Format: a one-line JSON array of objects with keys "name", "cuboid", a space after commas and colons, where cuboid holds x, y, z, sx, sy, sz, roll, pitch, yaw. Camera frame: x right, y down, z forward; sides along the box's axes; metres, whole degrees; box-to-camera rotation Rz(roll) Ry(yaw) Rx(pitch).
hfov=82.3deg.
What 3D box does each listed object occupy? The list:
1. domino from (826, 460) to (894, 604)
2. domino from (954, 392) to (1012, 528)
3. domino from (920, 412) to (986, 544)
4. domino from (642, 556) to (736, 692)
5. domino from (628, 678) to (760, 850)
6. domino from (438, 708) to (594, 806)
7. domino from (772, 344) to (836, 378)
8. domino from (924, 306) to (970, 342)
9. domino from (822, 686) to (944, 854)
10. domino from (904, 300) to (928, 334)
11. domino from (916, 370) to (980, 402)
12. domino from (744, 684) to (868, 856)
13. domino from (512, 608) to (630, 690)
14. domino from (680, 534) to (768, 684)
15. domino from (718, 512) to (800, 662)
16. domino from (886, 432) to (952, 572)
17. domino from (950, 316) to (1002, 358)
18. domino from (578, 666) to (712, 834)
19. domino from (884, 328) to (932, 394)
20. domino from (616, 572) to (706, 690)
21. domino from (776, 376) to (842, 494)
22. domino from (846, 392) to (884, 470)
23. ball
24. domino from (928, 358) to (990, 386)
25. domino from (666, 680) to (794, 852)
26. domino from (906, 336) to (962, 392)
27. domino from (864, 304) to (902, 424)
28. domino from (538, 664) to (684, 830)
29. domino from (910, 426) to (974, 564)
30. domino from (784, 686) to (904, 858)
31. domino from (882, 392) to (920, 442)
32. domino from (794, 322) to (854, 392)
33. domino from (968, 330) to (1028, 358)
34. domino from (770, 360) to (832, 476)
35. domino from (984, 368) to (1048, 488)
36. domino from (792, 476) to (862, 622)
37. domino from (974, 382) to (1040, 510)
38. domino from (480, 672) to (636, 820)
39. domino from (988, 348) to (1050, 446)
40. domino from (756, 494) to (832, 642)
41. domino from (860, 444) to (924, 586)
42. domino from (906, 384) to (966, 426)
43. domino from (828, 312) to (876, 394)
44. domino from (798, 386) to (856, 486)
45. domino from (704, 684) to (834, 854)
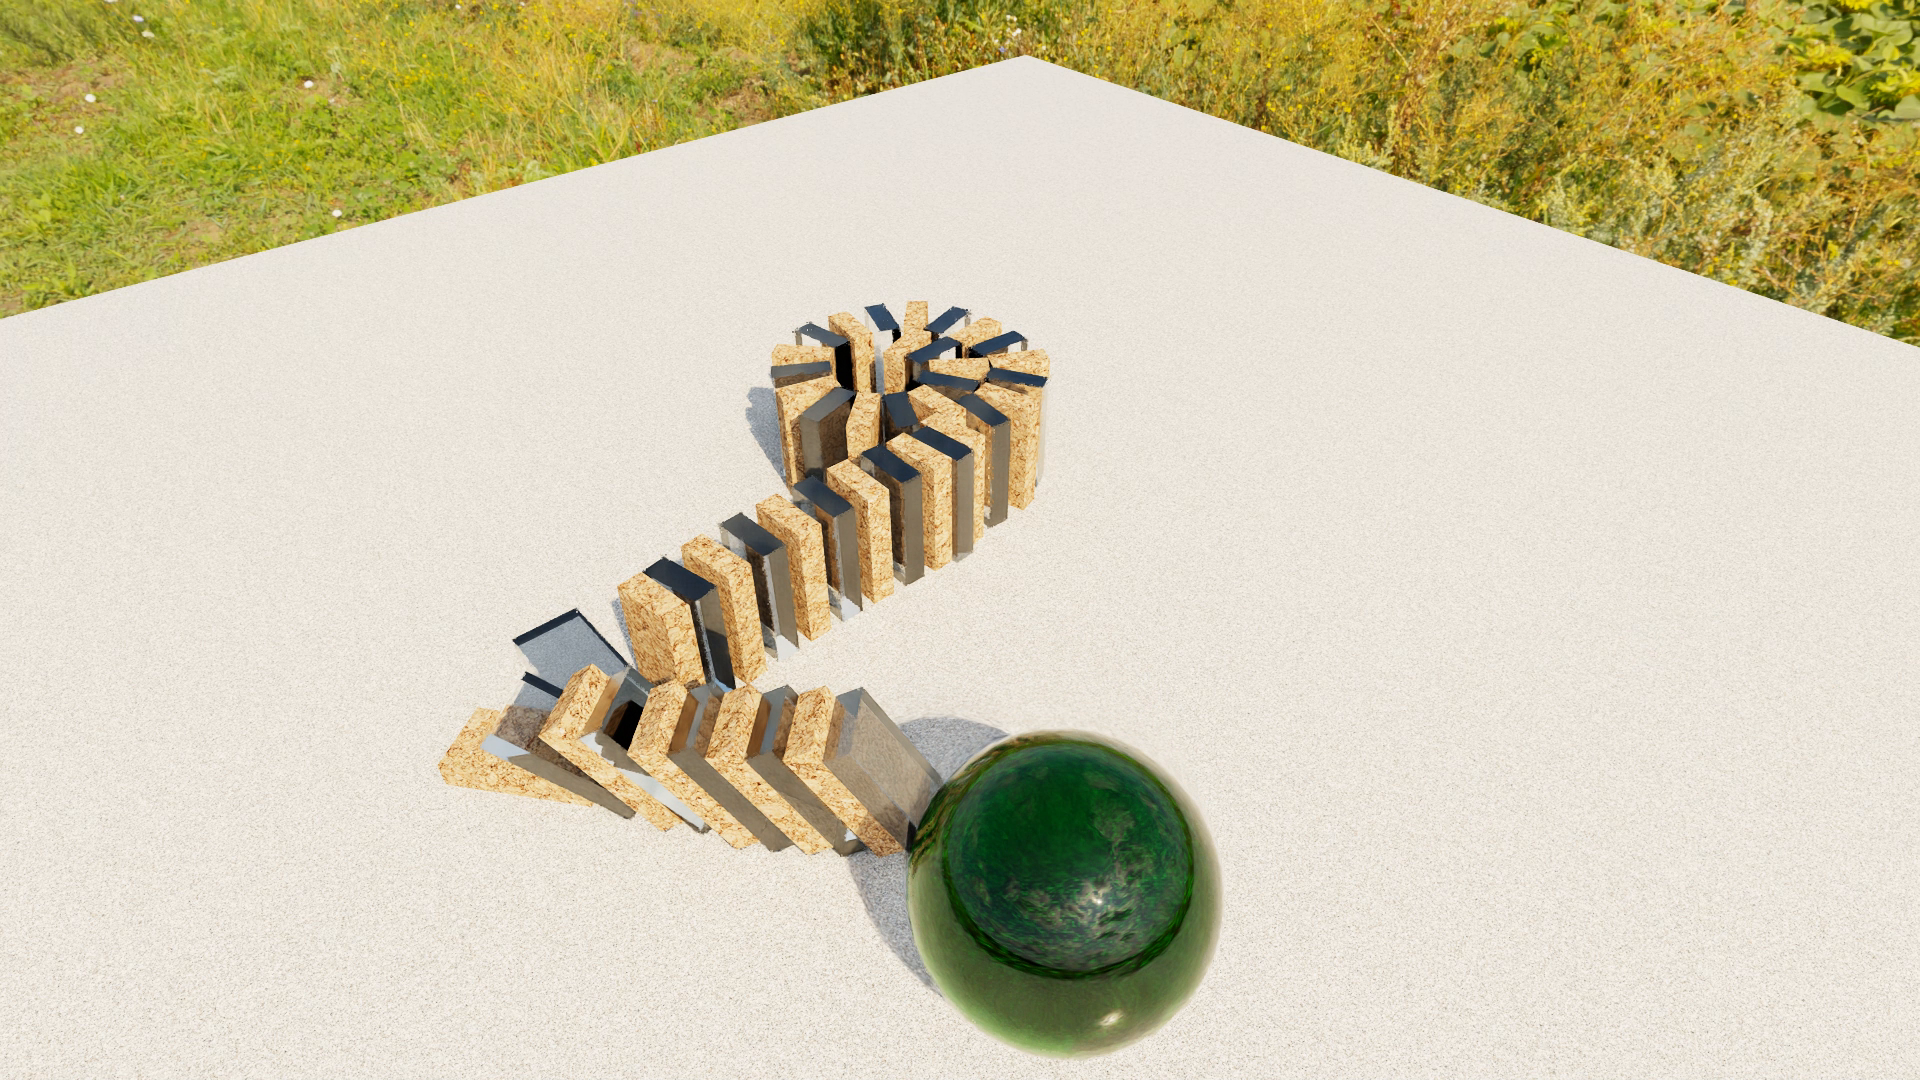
[{"name": "domino", "cuboid": [-0.037, -0.003, 0.415, 0.010, 0.050, 0.025, -29, 47, -31]}, {"name": "domino", "cuboid": [0.009, -0.032, 0.451, 0.009, 0.050, 0.025, -25, 46, -27]}, {"name": "domino", "cuboid": [-0.003, -0.024, 0.440, 0.025, 0.050, 0.009, 29, 48, 31]}, {"name": "domino", "cuboid": [-0.091, 0.032, 0.373, 0.025, 0.050, 0.009, 25, 45, 27]}, {"name": "domino", "cuboid": [-0.076, 0.068, 0.331, 0.010, 0.050, 0.025, -23, 34, 21]}, {"name": "domino", "cuboid": [-0.139, 0.070, 0.358, 0.050, 0.010, 0.025, 6, 40, 8]}, {"name": "domino", "cuboid": [-0.067, -0.062, 0.487, 0.025, 0.050, 0.010, 6, 40, 7]}, {"name": "domino", "cuboid": [-0.006, -0.079, 0.508, 0.010, 0.050, 0.025, 21, 44, 24]}, {"name": "domino", "cuboid": [-0.021, 0.070, 0.328, 0.009, 0.050, 0.025, -22, 34, 21]}, {"name": "domino", "cuboid": [-0.020, -0.083, 0.513, 0.009, 0.050, 0.025, 1, 39, 2]}, {"name": "domino", "cuboid": [-0.005, -0.046, 0.468, 0.025, 0.050, 0.009, 12, 41, 15]}, {"name": "domino", "cuboid": [-0.043, 0.069, 0.328, 0.009, 0.050, 0.025, -22, 34, 21]}, {"name": "domino", "cuboid": [-0.134, 0.046, 0.388, 0.025, 0.009, 0.050, -30, 48, -31]}, {"name": "domino", "cuboid": [-0.081, 0.024, 0.382, 0.025, 0.050, 0.009, 29, 47, 30]}, {"name": "domino", "cuboid": [-0.071, 0.017, 0.390, 0.025, 0.050, 0.010, 32, 49, 33]}, {"name": "domino", "cuboid": [-0.016, -0.014, 0.429, 0.025, 0.050, 0.009, 30, 48, 32]}, {"name": "domino", "cuboid": [0.007, -0.074, 0.501, 0.010, 0.050, 0.025, 29, 48, 31]}, {"name": "domino", "cuboid": [-0.090, 0.064, 0.336, 0.010, 0.050, 0.025, -27, 30, 28]}, {"name": "domino", "cuboid": [-0.023, -0.066, 0.493, 0.009, 0.050, 0.025, 19, 43, 21]}, {"name": "domino", "cuboid": [-0.098, 0.037, 0.366, 0.025, 0.050, 0.009, 29, 47, 30]}, {"name": "domino", "cuboid": [-0.062, -0.043, 0.464, 0.025, 0.050, 0.009, -17, 42, -20]}, {"name": "domino", "cuboid": [-0.038, -0.032, 0.451, 0.009, 0.050, 0.025, 4, 40, 5]}, {"name": "ball", "cuboid": [0.026, 0.088, 0.280, 0.080, 0.080, 0.080, 0, 39, 0]}, {"name": "domino", "cuboid": [0.000, -0.054, 0.478, 0.025, 0.050, 0.009, -3, 39, -3]}, {"name": "domino", "cuboid": [-0.065, 0.068, 0.330, 0.010, 0.050, 0.025, -23, 34, 21]}, {"name": "domino", "cuboid": [-0.011, -0.062, 0.488, 0.009, 0.050, 0.025, 32, 49, 33]}, {"name": "domino", "cuboid": [-0.035, -0.081, 0.510, 0.010, 0.050, 0.025, -13, 41, -16]}, {"name": "domino", "cuboid": [-0.102, 0.064, 0.337, 0.010, 0.050, 0.025, -27, 30, 28]}, {"name": "domino", "cuboid": [-0.007, -0.018, 0.433, 0.025, 0.050, 0.009, 30, 48, 32]}, {"name": "domino", "cuboid": [-0.032, 0.069, 0.328, 0.009, 0.050, 0.025, -22, 34, 21]}, {"name": "domino", "cuboid": [-0.023, -0.032, 0.451, 0.010, 0.050, 0.025, -10, 40, -12]}, {"name": "domino", "cuboid": [-0.060, -0.070, 0.497, 0.025, 0.050, 0.010, 28, 47, 30]}, {"name": "domino", "cuboid": [0.017, -0.066, 0.492, 0.025, 0.050, 0.009, -25, 45, -27]}, {"name": "domino", "cuboid": [-0.066, -0.052, 0.475, 0.025, 0.050, 0.010, -7, 40, -8]}, {"name": "domino", "cuboid": [0.023, -0.048, 0.470, 0.025, 0.050, 0.010, 13, 41, 15]}, {"name": "domino", "cuboid": [-0.049, 0.004, 0.407, 0.009, 0.050, 0.025, -30, 48, -31]}, {"name": "domino", "cuboid": [0.019, -0.039, 0.459, 0.025, 0.050, 0.009, 21, 44, 24]}, {"name": "domino", "cuboid": [-0.119, 0.064, 0.343, 0.050, 0.010, 0.025, 32, 38, -18]}, {"name": "domino", "cuboid": [0.025, -0.058, 0.482, 0.025, 0.050, 0.009, -9, 40, -10]}, {"name": "domino", "cuboid": [-0.060, 0.010, 0.399, 0.009, 0.050, 0.025, -32, 49, -33]}, {"name": "domino", "cuboid": [-0.026, -0.009, 0.423, 0.009, 0.050, 0.025, -29, 47, -30]}, {"name": "domino", "cuboid": [-0.010, -0.036, 0.456, 0.009, 0.050, 0.025, -30, 48, -32]}, {"name": "domino", "cuboid": [-0.049, -0.076, 0.505, 0.010, 0.050, 0.025, -22, 44, -25]}, {"name": "domino", "cuboid": [-0.053, -0.035, 0.454, 0.009, 0.050, 0.025, 22, 44, 25]}, {"name": "domino", "cuboid": [-0.054, 0.069, 0.329, 0.009, 0.050, 0.025, -23, 34, 21]}]
